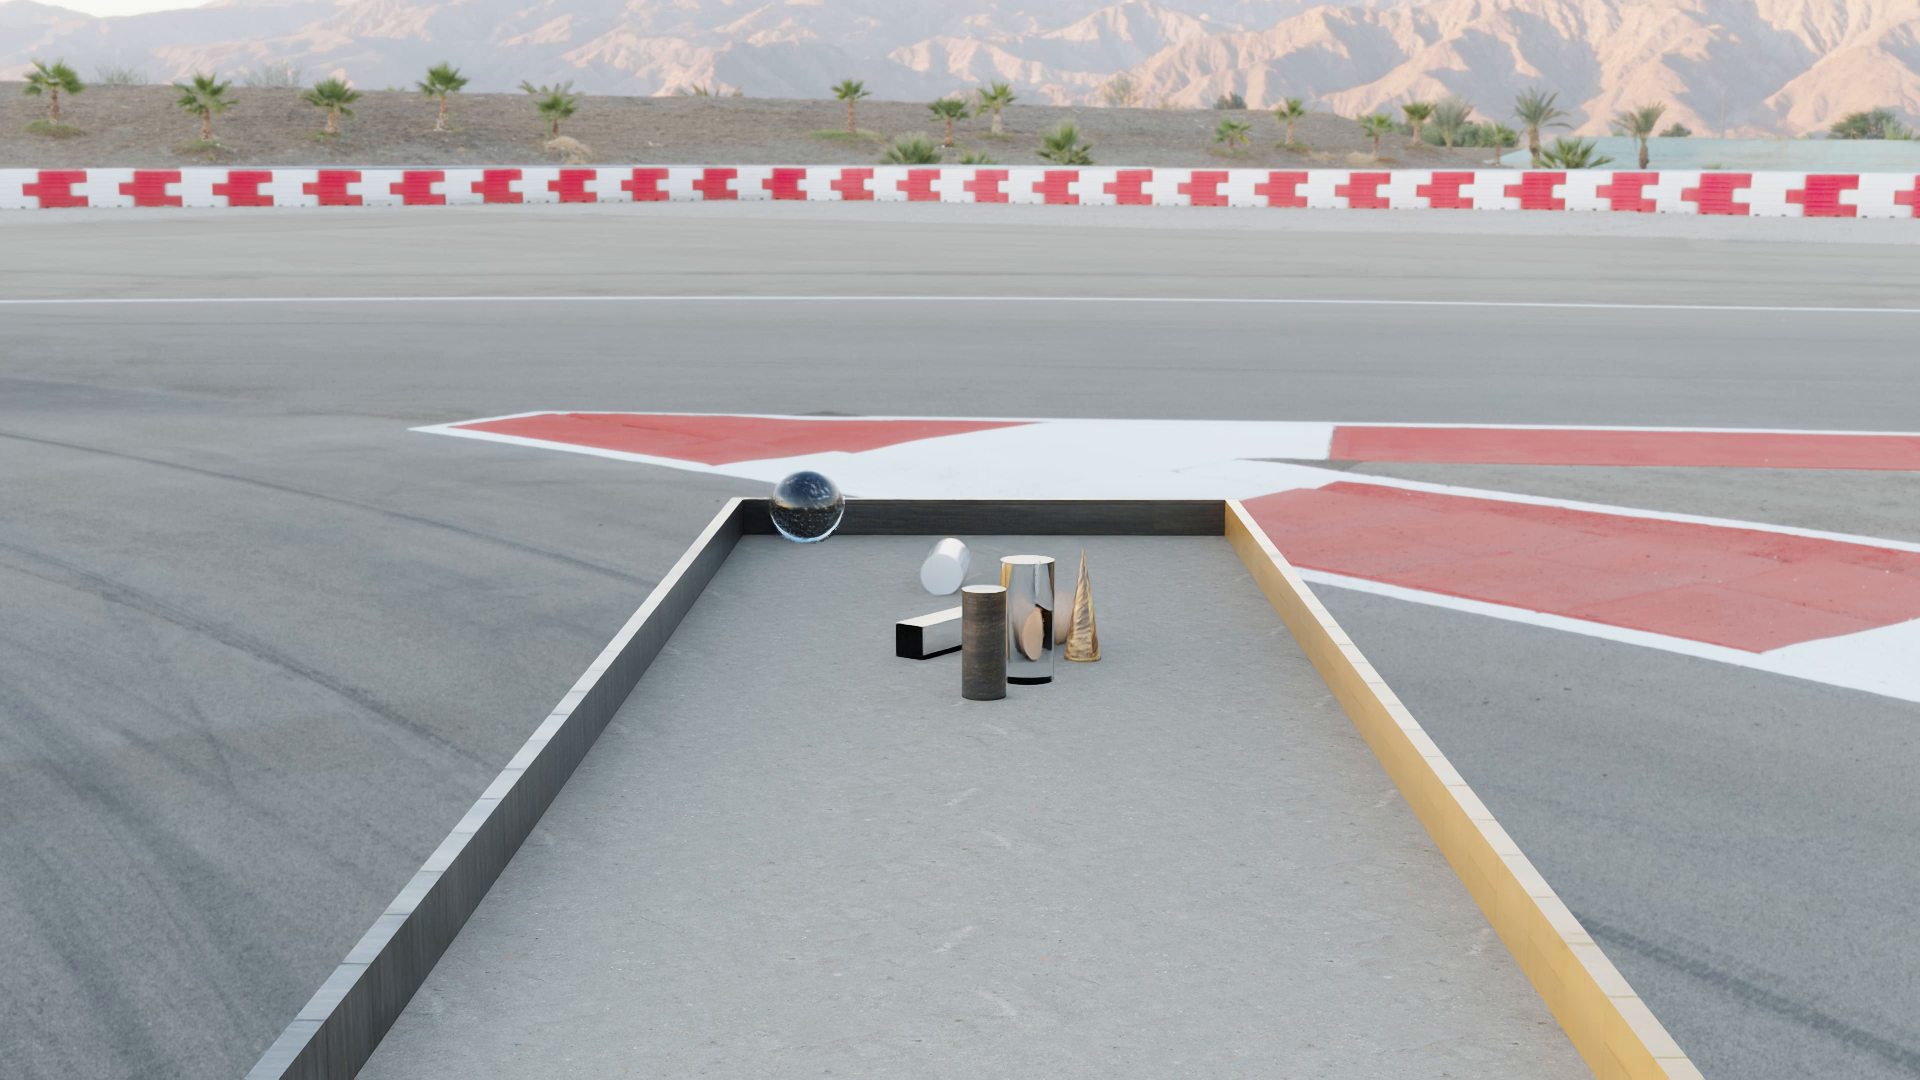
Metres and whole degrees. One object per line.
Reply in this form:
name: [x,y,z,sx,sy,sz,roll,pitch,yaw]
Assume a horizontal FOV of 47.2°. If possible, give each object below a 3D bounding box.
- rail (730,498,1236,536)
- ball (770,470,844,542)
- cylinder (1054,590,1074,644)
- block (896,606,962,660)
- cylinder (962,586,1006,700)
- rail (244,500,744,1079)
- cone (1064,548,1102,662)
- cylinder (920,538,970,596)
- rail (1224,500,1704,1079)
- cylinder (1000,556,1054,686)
rail: [0.099,-0.098,9.147,2.100,0.150,0.050,0,9,1]
ball: [-0.623,-0.138,8.927,0.298,0.298,0.298,0,9,0]
cylinder: [0.241,0.258,6.866,0.161,0.161,0.320,6,11,32]
block: [-0.020,0.282,6.895,0.105,0.105,0.450,7,11,36]
cylinder: [0.068,0.289,6.200,0.125,0.308,0.125,0,9,0]
rail: [-1.004,0.839,3.234,0.050,0.150,12.000,0,9,1]
cone: [0.375,0.189,6.693,0.114,0.353,0.114,0,9,0]
cylinder: [-0.052,0.095,7.932,0.150,0.150,0.353,1,9,4]
rail: [1.046,0.843,3.208,0.050,0.150,12.000,0,9,1]
cylinder: [0.196,0.232,6.411,0.158,0.355,0.158,0,9,0]
